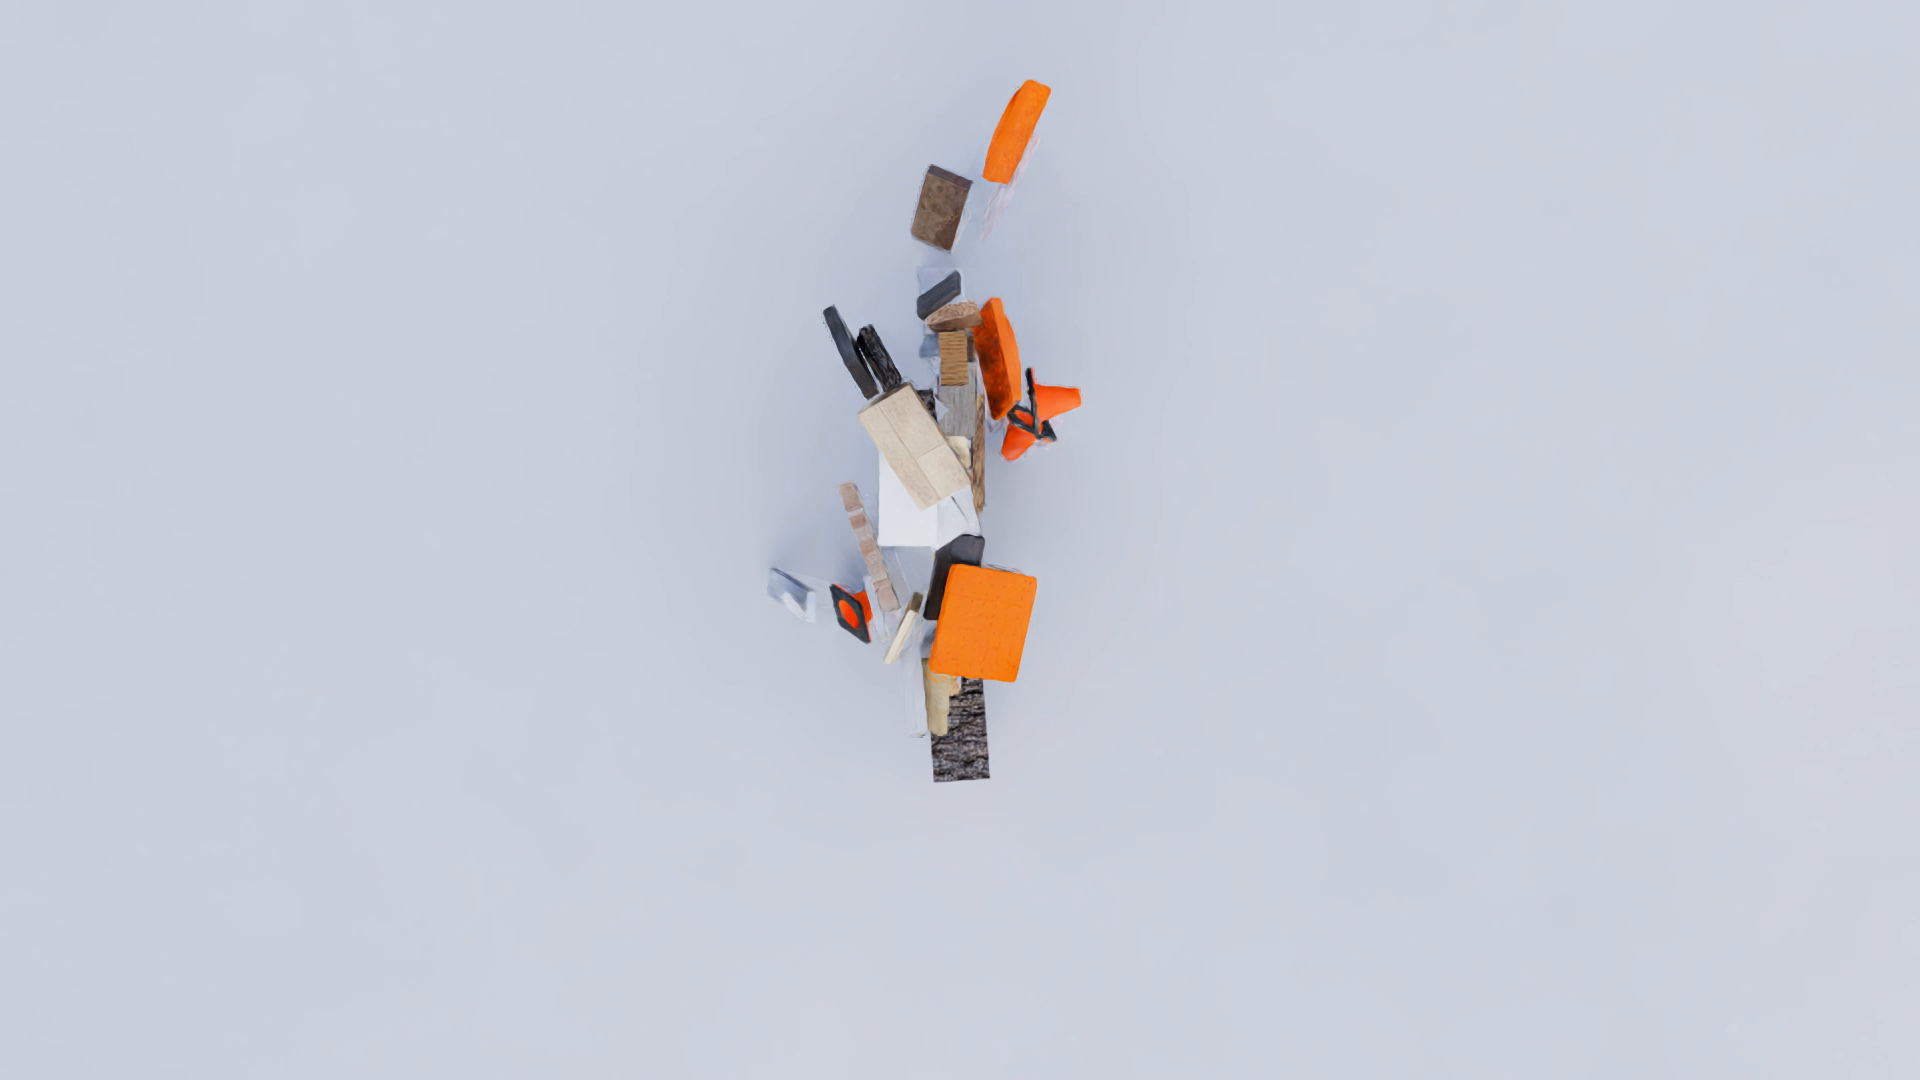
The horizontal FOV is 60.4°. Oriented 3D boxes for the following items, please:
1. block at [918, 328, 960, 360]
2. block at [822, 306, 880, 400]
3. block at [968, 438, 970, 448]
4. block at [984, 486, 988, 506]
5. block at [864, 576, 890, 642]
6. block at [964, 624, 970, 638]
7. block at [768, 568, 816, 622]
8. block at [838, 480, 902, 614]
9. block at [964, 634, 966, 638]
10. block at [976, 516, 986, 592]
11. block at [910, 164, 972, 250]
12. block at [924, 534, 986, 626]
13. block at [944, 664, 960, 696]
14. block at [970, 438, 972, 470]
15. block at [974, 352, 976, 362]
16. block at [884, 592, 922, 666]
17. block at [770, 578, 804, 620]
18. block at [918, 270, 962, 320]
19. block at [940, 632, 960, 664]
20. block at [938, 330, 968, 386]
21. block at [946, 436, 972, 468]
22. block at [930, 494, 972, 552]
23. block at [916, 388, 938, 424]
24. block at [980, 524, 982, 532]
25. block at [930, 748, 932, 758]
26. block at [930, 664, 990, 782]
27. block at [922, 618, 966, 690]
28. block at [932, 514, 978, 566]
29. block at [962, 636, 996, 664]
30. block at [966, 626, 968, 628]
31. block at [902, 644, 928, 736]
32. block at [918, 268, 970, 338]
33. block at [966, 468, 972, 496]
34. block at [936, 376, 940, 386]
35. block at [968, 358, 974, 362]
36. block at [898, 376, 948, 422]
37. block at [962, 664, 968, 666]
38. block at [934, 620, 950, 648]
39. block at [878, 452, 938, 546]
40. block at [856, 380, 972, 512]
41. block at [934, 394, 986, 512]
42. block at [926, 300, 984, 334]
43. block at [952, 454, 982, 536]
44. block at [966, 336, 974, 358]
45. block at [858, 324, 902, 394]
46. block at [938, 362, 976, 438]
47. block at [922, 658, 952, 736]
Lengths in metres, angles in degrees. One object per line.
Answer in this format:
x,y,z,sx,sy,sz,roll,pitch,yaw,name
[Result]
-0.060,-0.586,4.916,0.095,0.190,0.027,-10,109,13,block
-0.317,-0.544,4.766,0.042,0.293,0.147,-29,131,4,block
-0.016,-0.227,4.861,0.089,0.025,0.177,2,125,0,block
-0.002,-0.146,5.178,0.175,0.411,0.050,6,90,1,block
-0.249,0.206,4.935,0.026,0.092,0.184,-16,72,1,block
-0.005,0.279,5.431,0.081,0.161,0.023,0,50,0,block
-0.541,0.171,5.272,0.026,0.471,0.092,1,98,-21,block
-0.270,0.023,4.945,0.047,0.167,0.397,-20,85,0,block
-0.029,0.306,5.426,0.081,0.161,0.023,-6,49,11,block
0.010,0.046,4.932,0.114,0.032,0.228,-4,85,-3,block
-0.062,-1.077,5.361,0.146,0.292,0.041,22,56,1,block
-0.017,0.112,4.857,0.132,0.037,0.264,9,98,-14,block
-0.034,0.416,4.905,0.047,0.013,0.094,-13,87,8,block
-0.015,-0.302,4.845,0.105,0.030,0.210,1,129,1,block
-0.002,-0.601,5.314,0.096,0.369,0.027,-1,90,2,block
-0.169,0.267,4.949,0.029,0.104,0.208,23,120,-5,block
-0.535,0.181,5.098,0.026,0.184,0.092,-39,110,-7,block
-0.058,-0.696,4.697,0.153,0.076,0.022,-30,132,32,block
-0.032,0.319,4.883,0.013,0.047,0.094,21,104,32,block
-0.018,-0.513,4.664,0.077,0.022,0.153,-3,78,1,block
-0.024,-0.287,4.788,0.089,0.025,0.177,-6,125,7,block
-0.095,-0.111,4.751,0.132,0.037,0.264,-34,100,8,block
-0.130,-0.272,4.648,0.147,0.042,0.293,-7,113,2,block
0.002,-0.031,5.365,0.135,0.269,0.038,0,90,0,block
-0.003,0.663,5.253,0.170,0.491,0.048,0,84,0,block
-0.006,0.554,4.982,0.170,0.048,0.340,-4,90,0,block
-0.051,0.319,4.931,0.124,0.035,0.248,5,94,1,block
-0.017,0.049,5.209,0.135,0.038,0.269,3,89,1,block
0.026,0.347,5.162,0.124,0.371,0.035,-3,79,-6,block
-0.032,0.214,5.067,0.124,0.247,0.035,2,106,1,block
-0.135,0.446,4.873,0.029,0.104,0.258,-1,76,-18,block
-0.054,-0.773,5.367,0.146,0.041,0.314,-2,46,-5,block
-0.008,-0.117,4.876,0.089,0.025,0.187,-8,111,-6,block
-0.016,-0.440,4.827,0.095,0.190,0.027,1,80,1,block
-0.005,-0.515,4.916,0.095,0.370,0.027,1,100,0,block
-0.116,-0.386,4.635,0.153,0.022,0.077,36,106,-15,block
-0.009,0.423,5.358,0.066,0.019,0.132,3,90,0,block
-0.047,0.280,4.863,0.013,0.094,0.047,20,60,31,block
-0.144,-0.145,4.654,0.166,0.047,0.333,2,113,-2,block
-0.124,-0.258,4.552,0.167,0.047,0.333,-29,111,11,block
-0.013,-0.260,4.948,0.175,0.050,0.350,1,90,1,block
-0.016,-0.663,4.931,0.146,0.292,0.041,-13,90,5,block
-0.028,-0.097,4.840,0.132,0.037,0.286,-17,115,-3,block
-0.002,-0.533,5.115,0.096,0.027,0.193,0,90,0,block
-0.181,-0.427,4.799,0.042,0.147,0.405,-28,84,-9,block
-0.008,-0.400,4.701,0.105,0.030,0.210,1,97,2,block
-0.080,0.464,4.880,0.104,0.029,0.208,20,113,40,block
